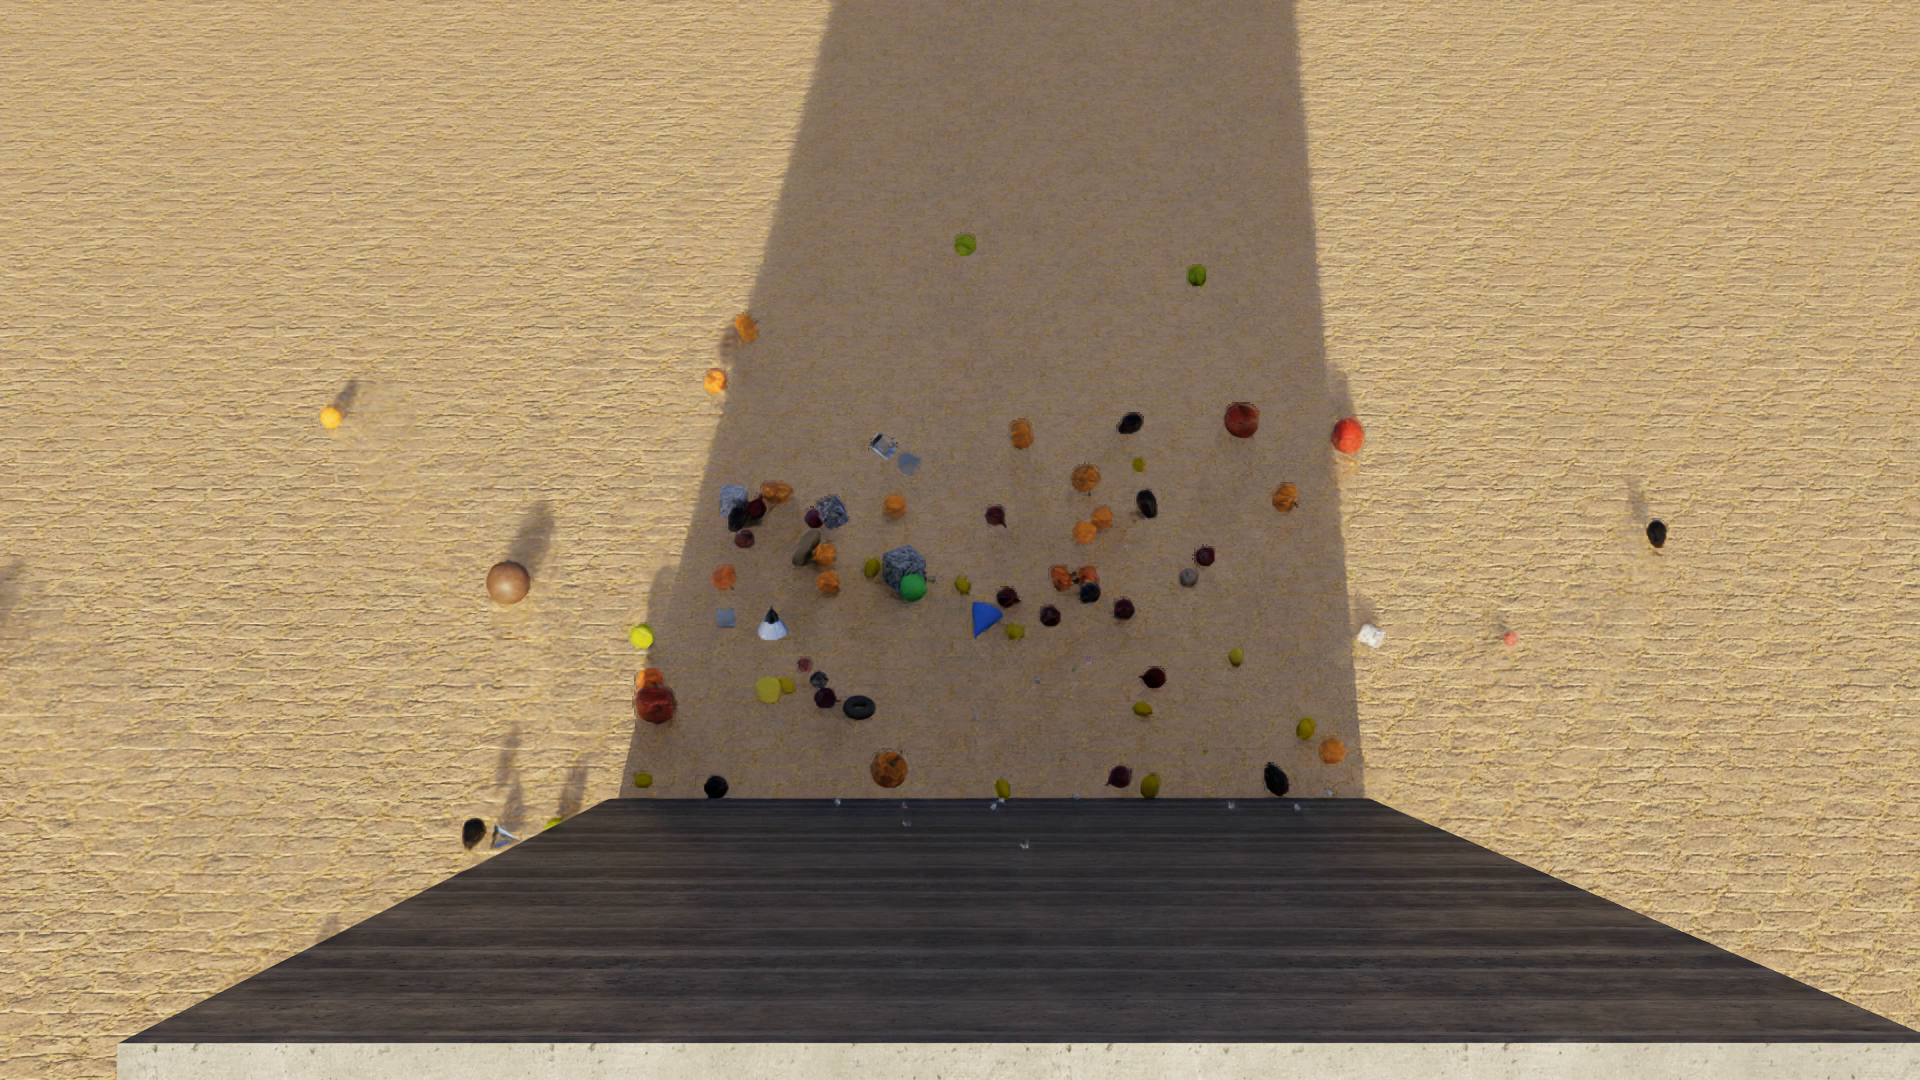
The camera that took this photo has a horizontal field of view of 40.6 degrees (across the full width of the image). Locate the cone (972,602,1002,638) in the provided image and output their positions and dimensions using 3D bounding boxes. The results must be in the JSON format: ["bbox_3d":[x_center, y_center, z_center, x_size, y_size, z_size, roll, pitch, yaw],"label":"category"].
[{"bbox_3d":[0.061,0.244,7.561,0.096,0.096,0.096,16,65,22],"label":"cone"}]

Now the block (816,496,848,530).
[{"bbox_3d":[-0.385,-0.082,7.827,0.065,0.065,0.065,-25,54,13],"label":"block"}]

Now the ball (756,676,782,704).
[{"bbox_3d":[-0.537,0.421,7.283,0.075,0.075,0.075,0,35,0],"label":"ball"}]

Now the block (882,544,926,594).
[{"bbox_3d":[-0.167,0.087,7.742,0.093,0.093,0.093,-21,40,-27],"label":"block"}]

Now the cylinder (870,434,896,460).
[{"bbox_3d":[-0.241,-0.295,8.202,0.059,0.059,0.059,38,48,19],"label":"cylinder"}]

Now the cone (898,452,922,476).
[{"bbox_3d":[-0.143,-0.248,8.196,0.074,0.074,0.074,-35,11,-39],"label":"cone"}]

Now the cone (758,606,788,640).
[{"bbox_3d":[-0.547,0.228,7.545,0.089,0.089,0.089,0,35,0],"label":"cone"}]

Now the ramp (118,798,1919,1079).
[{"bbox_3d":[0.077,0.665,4.840,2.000,0.100,4.000,0,-2,0],"label":"ramp"}]

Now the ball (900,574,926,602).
[{"bbox_3d":[-0.139,0.141,7.675,0.082,0.082,0.082,0,35,0],"label":"ball"}]

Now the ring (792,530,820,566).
[{"bbox_3d":[-0.461,0.023,7.804,0.042,0.126,0.126,31,41,7],"label":"ring"}]

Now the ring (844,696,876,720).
[{"bbox_3d":[-0.281,0.468,7.256,0.091,0.030,0.091,1,34,-1],"label":"ring"}]

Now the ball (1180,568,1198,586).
[{"bbox_3d":[0.681,0.112,7.738,0.056,0.056,0.056,0,35,0],"label":"ball"}]

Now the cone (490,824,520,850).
[{"bbox_3d":[-1.185,0.780,6.782,0.073,0.073,0.073,10,34,-11],"label":"cone"}]

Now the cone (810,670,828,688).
[{"bbox_3d":[-0.407,0.395,7.360,0.050,0.050,0.050,-16,5,-22],"label":"cone"}]

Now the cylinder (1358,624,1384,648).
[{"bbox_3d":[1.187,0.278,7.498,0.054,0.054,0.054,26,43,24],"label":"cylinder"}]

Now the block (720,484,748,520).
[{"bbox_3d":[-0.700,-0.119,8.050,0.074,0.074,0.074,4,35,6],"label":"block"}]

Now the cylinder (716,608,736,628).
[{"bbox_3d":[-0.680,0.228,7.558,0.053,0.053,0.053,-6,35,-3],"label":"cylinder"}]
